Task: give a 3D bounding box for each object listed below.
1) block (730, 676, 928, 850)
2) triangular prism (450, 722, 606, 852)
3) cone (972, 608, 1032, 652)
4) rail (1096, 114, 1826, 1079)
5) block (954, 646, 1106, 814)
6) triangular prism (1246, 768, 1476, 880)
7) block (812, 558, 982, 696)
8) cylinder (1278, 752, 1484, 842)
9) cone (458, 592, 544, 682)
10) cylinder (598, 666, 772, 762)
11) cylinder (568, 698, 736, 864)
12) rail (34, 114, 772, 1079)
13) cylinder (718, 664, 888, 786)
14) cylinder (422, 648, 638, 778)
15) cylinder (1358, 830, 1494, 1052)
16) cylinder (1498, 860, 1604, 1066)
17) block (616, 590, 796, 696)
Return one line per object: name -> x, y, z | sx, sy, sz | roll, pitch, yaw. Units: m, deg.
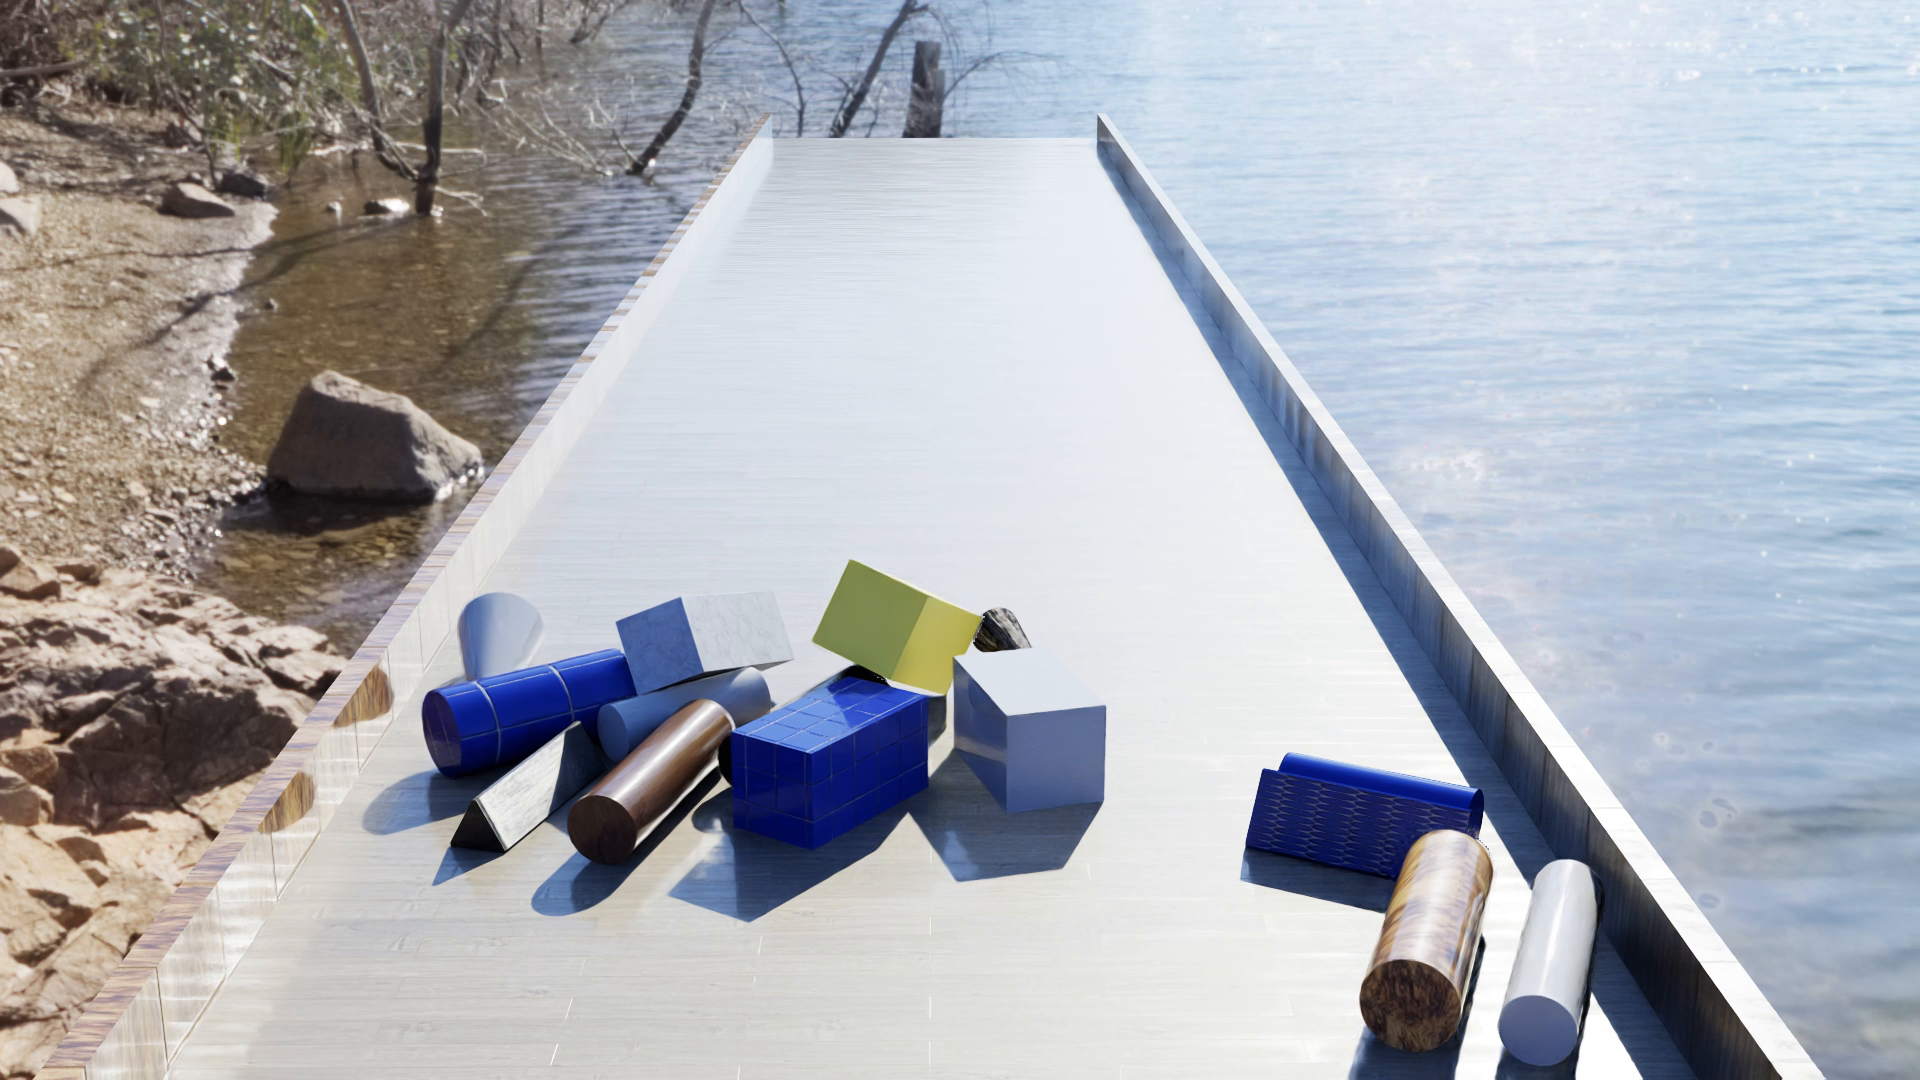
block -> -0.214, 0.369, 3.689 | 0.168, 0.168, 0.318 | 11, 20, 33
triangular prism -> -0.724, 0.407, 3.700 | 0.099, 0.086, 0.364 | 5, 17, 17
cone -> 0.132, 0.245, 4.312 | 0.103, 0.103, 0.303 | -7, 28, -24
rail -> 0.932, -0.844, 7.801 | 0.050, 0.150, 12.000 | 0, 17, -1
block -> 0.117, 0.325, 3.826 | 0.175, 0.175, 0.308 | -5, 17, -16
triangular prism -> 0.643, 0.449, 3.508 | 0.346, 0.113, 0.130 | 9, 19, 28
block -> -0.112, 0.165, 4.084 | 0.165, 0.165, 0.350 | 25, -1, 18
cylinder -> 0.684, 0.429, 3.599 | 0.321, 0.107, 0.107 | 9, 19, 28
cone -> -0.891, 0.273, 4.162 | 0.169, 0.169, 0.407 | -1, 28, -4
cylinder -> -0.497, 0.315, 3.978 | 0.303, 0.107, 0.107 | -13, 21, -38
cylinder -> -0.509, 0.397, 3.681 | 0.119, 0.119, 0.443 | 4, 17, 14
rail -> -1.118, -0.838, 7.780 | 0.050, 0.150, 12.000 | 0, 17, -1
cylinder -> -0.273, 0.331, 3.923 | 0.108, 0.108, 0.406 | 9, 19, 27
cylinder -> -0.761, 0.305, 3.928 | 0.358, 0.156, 0.156 | -13, 21, -36
cylinder -> 0.666, 0.558, 3.114 | 0.134, 0.134, 0.437 | 6, 17, 18
cylinder -> 0.833, 0.584, 3.084 | 0.103, 0.103, 0.443 | 6, 18, 19
block -> -0.470, 0.189, 4.104 | 0.141, 0.141, 0.376 | -20, -7, 20
